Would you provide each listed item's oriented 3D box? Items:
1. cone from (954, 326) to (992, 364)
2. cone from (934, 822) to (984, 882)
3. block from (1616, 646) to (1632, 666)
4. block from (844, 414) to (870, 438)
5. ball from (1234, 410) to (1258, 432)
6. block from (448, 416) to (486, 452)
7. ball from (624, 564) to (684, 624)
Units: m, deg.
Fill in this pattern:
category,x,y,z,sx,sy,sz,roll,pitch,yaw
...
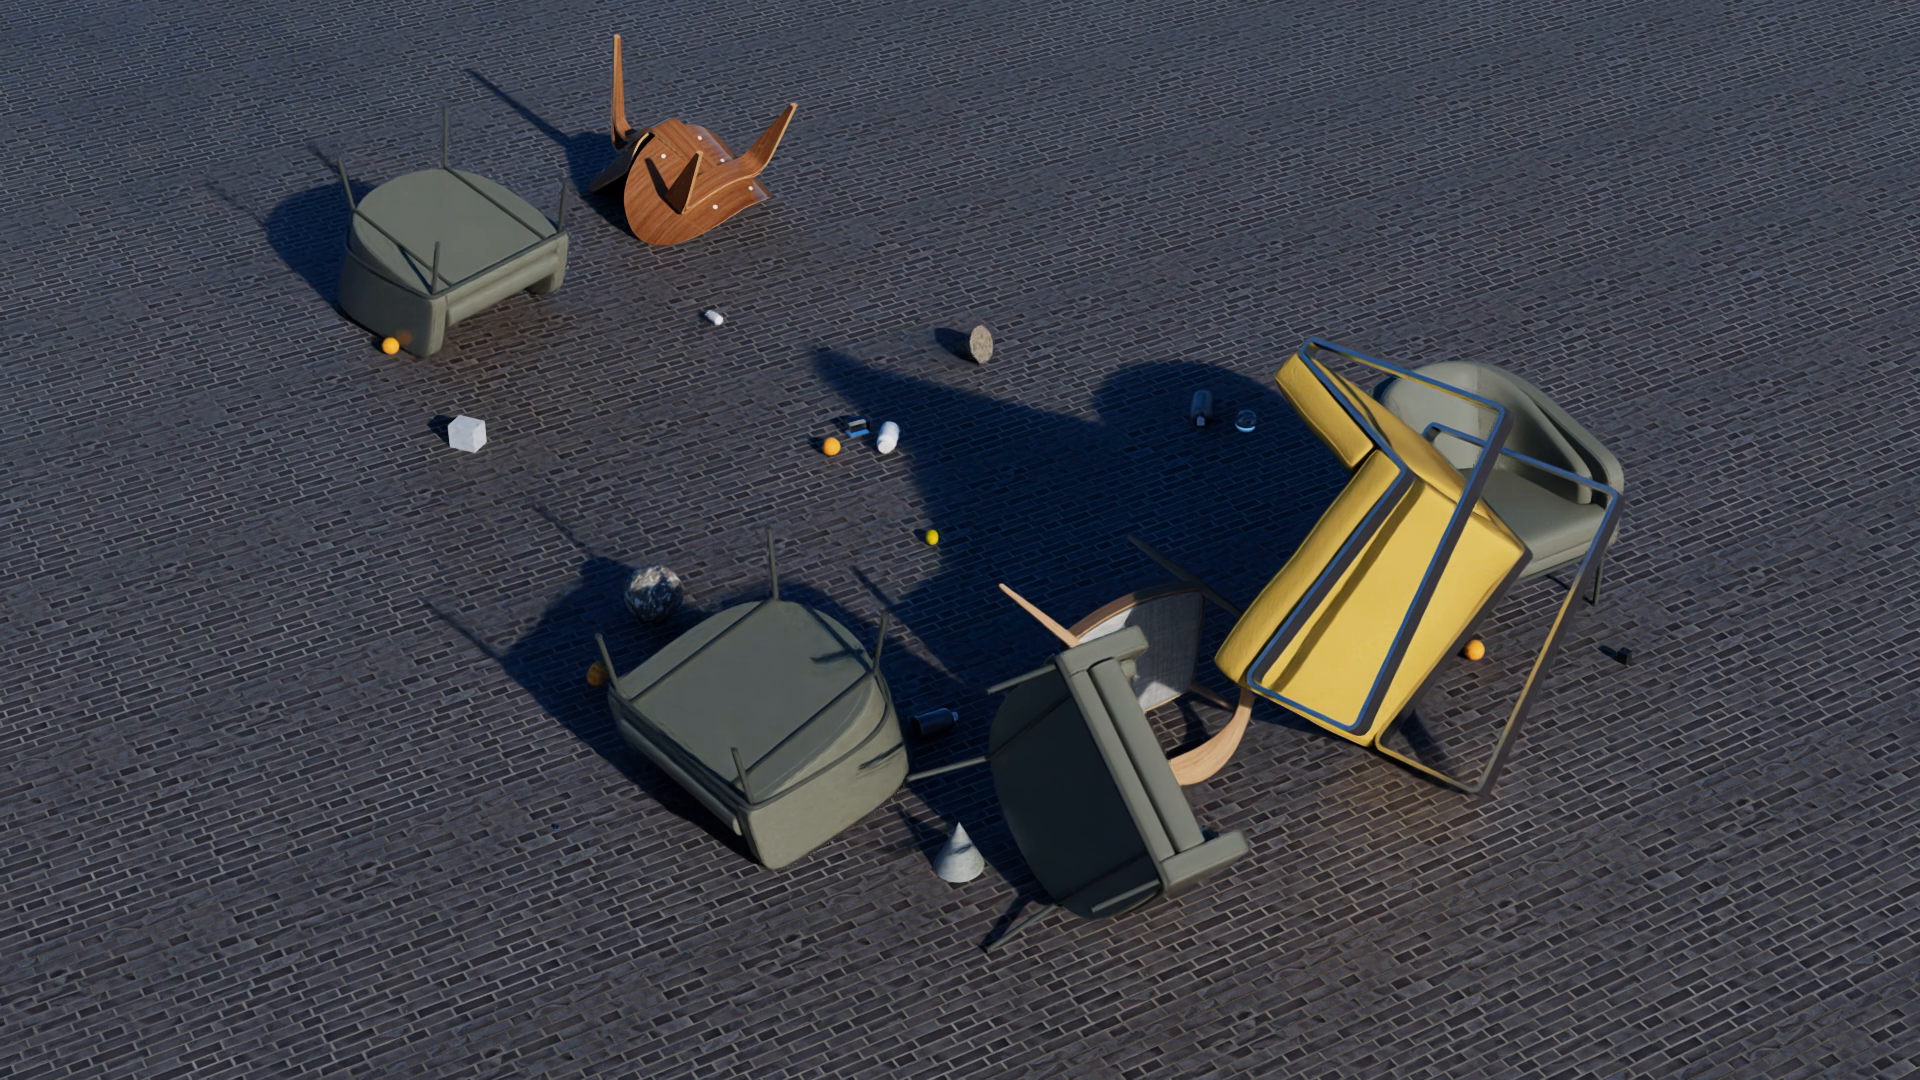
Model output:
category,x,y,z,sx,sy,sz,roll,pitch,yaw
cone,0.030,-0.792,12.085,0.151,0.147,0.159,-9,52,39
cone,-0.003,0.964,9.323,0.162,0.174,0.180,9,34,13
block,2.331,0.407,10.286,0.037,0.044,0.035,26,41,34
block,-0.406,-0.450,11.579,0.084,0.053,0.059,-16,37,-23
ball,1.130,-0.468,11.572,0.092,0.092,0.092,0,33,0
block,-1.930,-0.416,11.487,0.114,0.097,0.089,14,36,20
ball,-1.094,0.191,10.463,0.211,0.211,0.211,0,33,0
